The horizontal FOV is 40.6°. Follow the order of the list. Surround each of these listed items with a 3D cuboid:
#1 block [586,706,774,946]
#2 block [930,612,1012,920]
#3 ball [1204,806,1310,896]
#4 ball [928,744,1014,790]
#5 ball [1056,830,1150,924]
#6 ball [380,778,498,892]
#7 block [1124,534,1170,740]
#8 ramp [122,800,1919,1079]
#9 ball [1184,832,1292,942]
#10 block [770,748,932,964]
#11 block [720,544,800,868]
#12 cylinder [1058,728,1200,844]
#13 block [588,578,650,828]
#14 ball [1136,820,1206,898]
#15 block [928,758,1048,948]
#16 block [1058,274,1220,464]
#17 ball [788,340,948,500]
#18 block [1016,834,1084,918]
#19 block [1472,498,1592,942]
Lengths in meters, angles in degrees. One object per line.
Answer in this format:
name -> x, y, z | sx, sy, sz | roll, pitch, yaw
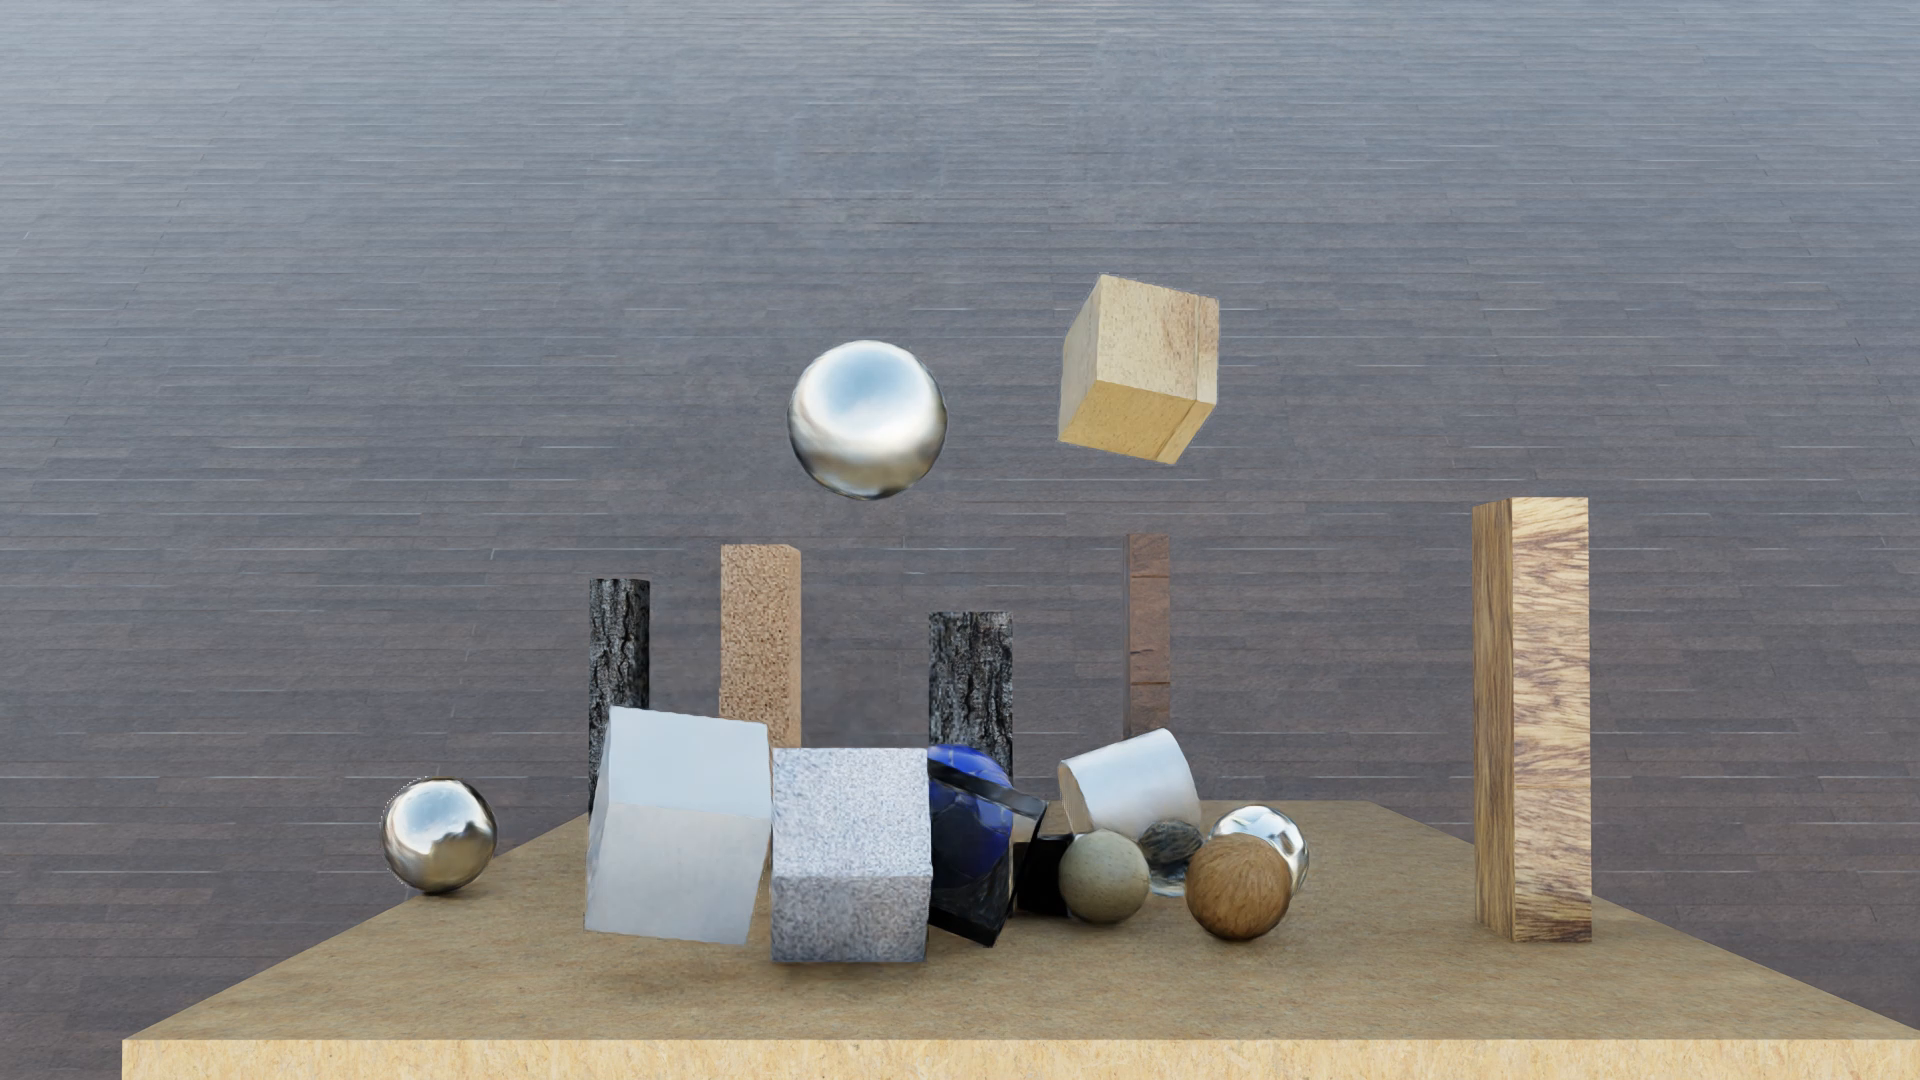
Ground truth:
block -> -0.369, 0.373, 3.397 | 0.208, 0.208, 0.208 | 8, 30, -11
block -> 0.017, 0.358, 4.253 | 0.130, 0.480, 0.383 | 0, -2, 0
ball -> 0.475, 0.511, 4.172 | 0.169, 0.169, 0.169 | 0, 35, 0
ball -> -0.017, 0.414, 3.956 | 0.208, 0.208, 0.208 | 0, 35, 0
ball -> 0.220, 0.517, 3.980 | 0.143, 0.143, 0.143 | 0, 35, 0
ball -> -0.896, 0.507, 4.471 | 0.197, 0.197, 0.197 | 0, 35, 0
block -> 0.442, 0.327, 6.171 | 0.092, 0.676, 0.242 | 0, -2, 0
ramp -> 0.078, 0.669, 4.856 | 2.000, 0.100, 4.000 | 0, -2, 0
ball -> 0.404, 0.504, 3.775 | 0.156, 0.156, 0.156 | 0, 35, 0
block -> -0.150, 0.425, 3.501 | 0.207, 0.207, 0.207 | 1, 48, -4
block -> -0.390, 0.322, 5.114 | 0.129, 0.612, 0.386 | 0, -2, 0
cylinder -> 0.320, 0.487, 4.924 | 0.207, 0.207, 0.207 | -17, 38, -11
block -> -0.650, 0.350, 4.965 | 0.084, 0.547, 0.241 | 0, -2, 0
ball -> 0.351, 0.529, 4.319 | 0.129, 0.129, 0.129 | 0, 35, 0
block -> -0.002, 0.448, 3.755 | 0.191, 0.191, 0.191 | 20, 4, 6
block -> 0.231, -0.220, 3.369 | 0.159, 0.159, 0.159 | 11, 61, -12
ball -> -0.112, -0.145, 3.151 | 0.194, 0.194, 0.194 | 0, 35, 0
block -> 0.175, 0.536, 4.162 | 0.119, 0.119, 0.119 | 2, -3, -41
block -> 0.857, 0.265, 3.909 | 0.110, 0.643, 0.296 | 0, -2, 0
